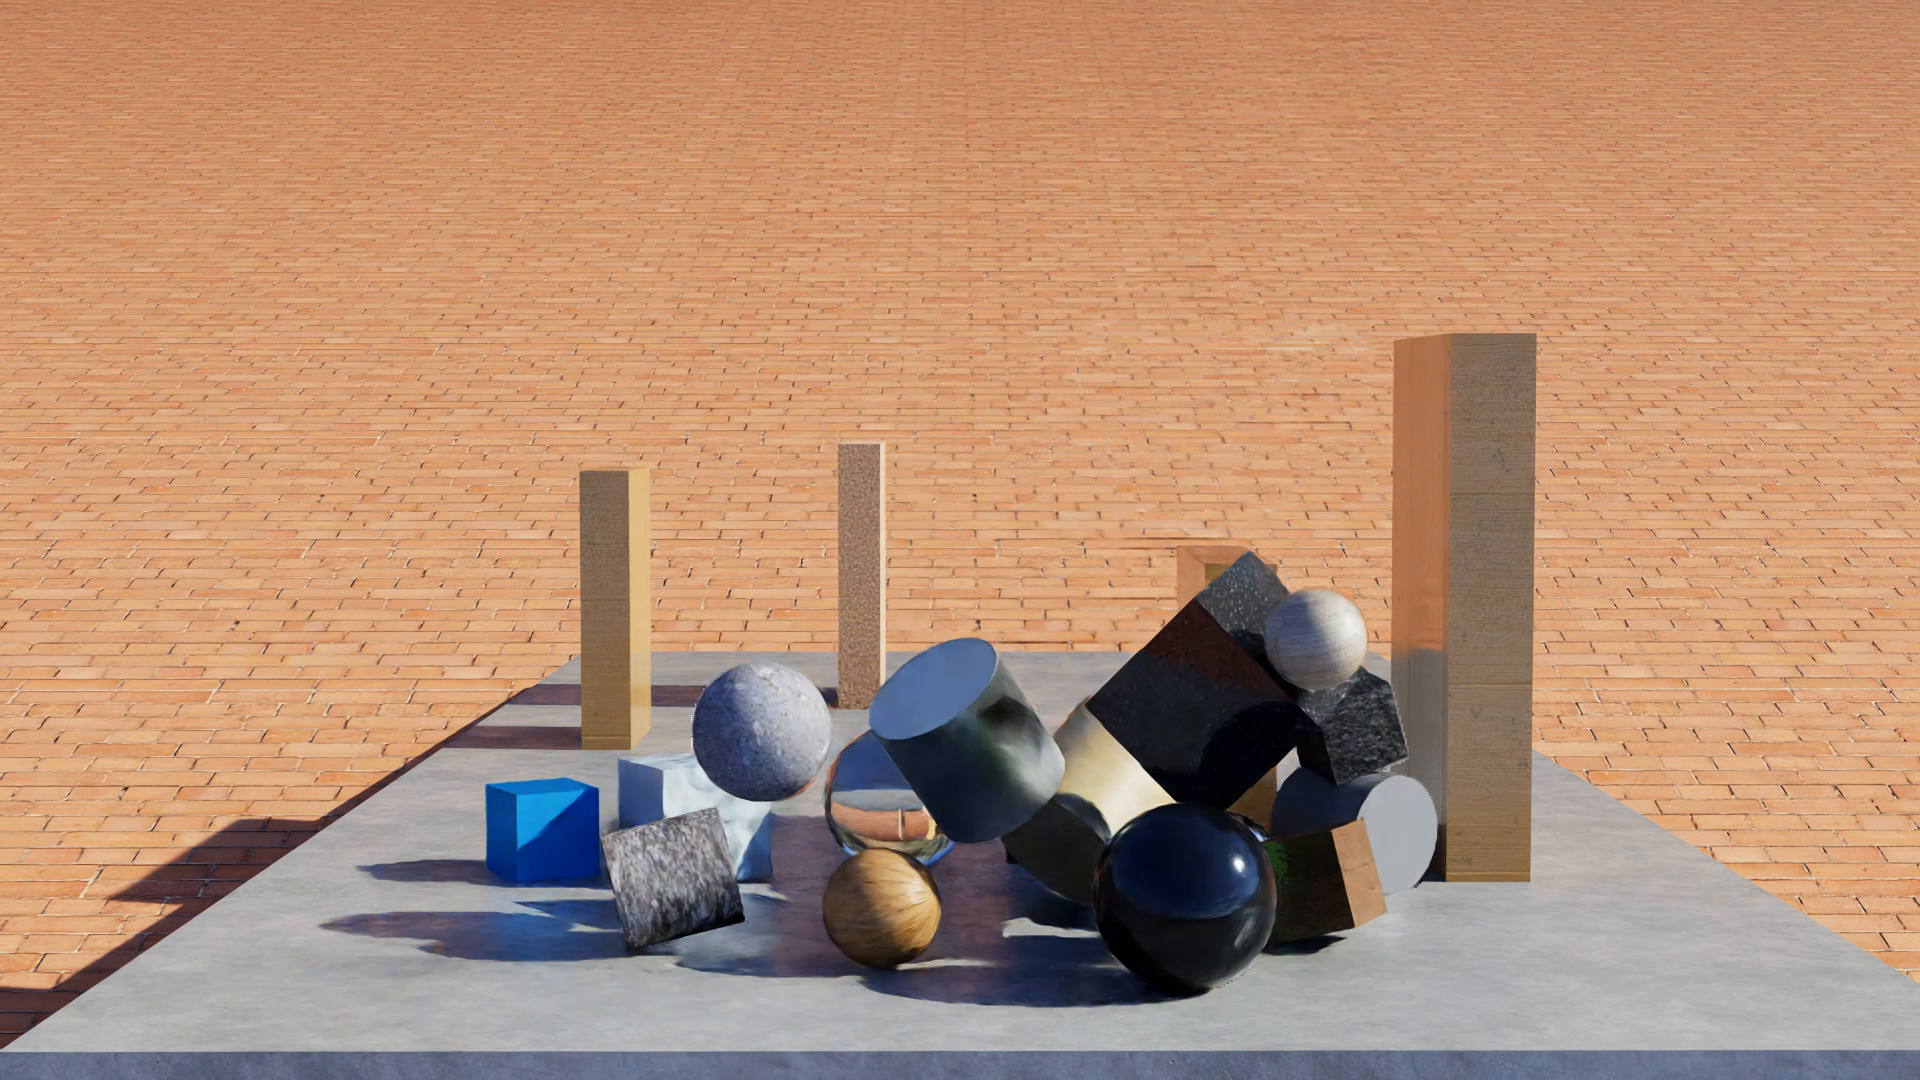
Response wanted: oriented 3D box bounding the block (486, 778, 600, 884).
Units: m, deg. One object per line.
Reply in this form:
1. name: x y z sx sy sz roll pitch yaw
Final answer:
1. block: -0.566 0.392 3.485 0.117 0.117 0.117 -2 4 -31

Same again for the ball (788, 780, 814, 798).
1. ball: -0.285 0.355 4.128 0.119 0.119 0.119 0 21 0

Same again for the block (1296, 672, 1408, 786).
1. block: 0.505 0.242 3.382 0.107 0.107 0.107 -21 17 -14

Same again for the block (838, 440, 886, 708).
1. block: -0.208 0.065 5.492 0.087 0.547 0.386 0 3 0

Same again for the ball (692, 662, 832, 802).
1. ball: -0.238 0.230 3.084 0.168 0.168 0.168 0 21 0

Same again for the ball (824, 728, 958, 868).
1. ball: -0.084 0.350 3.476 0.203 0.203 0.203 0 21 0

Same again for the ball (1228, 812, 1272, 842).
1. ball: 0.324 0.401 3.142 0.137 0.137 0.137 0 21 0

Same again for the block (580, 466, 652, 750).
1. block: -0.647 0.121 4.838 0.090 0.510 0.316 0 3 0

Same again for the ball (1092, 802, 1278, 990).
1. ball: 0.244 0.387 2.793 0.203 0.203 0.203 0 21 0

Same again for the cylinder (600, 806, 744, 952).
1. cylinder: -0.336 0.395 2.998 0.138 0.138 0.138 -13 23 -9

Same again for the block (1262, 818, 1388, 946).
1. block: 0.419 0.403 3.035 0.115 0.115 0.115 -16 -6 27

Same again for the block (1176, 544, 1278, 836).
1. block: 0.372 0.231 3.625 0.095 0.423 0.441 0 3 0

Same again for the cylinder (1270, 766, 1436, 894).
1. cylinder: 0.519 0.379 3.390 0.154 0.154 0.154 -16 13 -35

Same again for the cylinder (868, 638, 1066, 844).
1. cylinder: 0.009 0.247 3.171 0.179 0.179 0.179 -25 28 15

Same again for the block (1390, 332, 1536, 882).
1. block: 0.701 0.079 3.613 0.112 0.727 0.444 0 3 0

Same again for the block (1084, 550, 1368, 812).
1. block: 0.312 0.173 3.006 0.199 0.199 0.199 46 29 6

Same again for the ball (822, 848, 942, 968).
1. ball: -0.088 0.416 2.905 0.134 0.134 0.134 0 21 0

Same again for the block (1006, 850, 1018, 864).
1. block: 0.132 0.380 3.607 0.126 0.126 0.126 0 3 4

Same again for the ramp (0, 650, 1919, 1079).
1. ramp: 0.049 0.442 4.532 2.000 0.100 4.000 0 3 0

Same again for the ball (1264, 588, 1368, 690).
1. ball: 0.397 0.110 2.868 0.115 0.115 0.115 0 21 0

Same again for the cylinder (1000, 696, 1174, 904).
1. cylinder: 0.175 0.330 3.275 0.189 0.189 0.189 15 48 34

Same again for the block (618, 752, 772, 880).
1. block: -0.357 0.373 3.461 0.154 0.154 0.154 -2 2 -30
